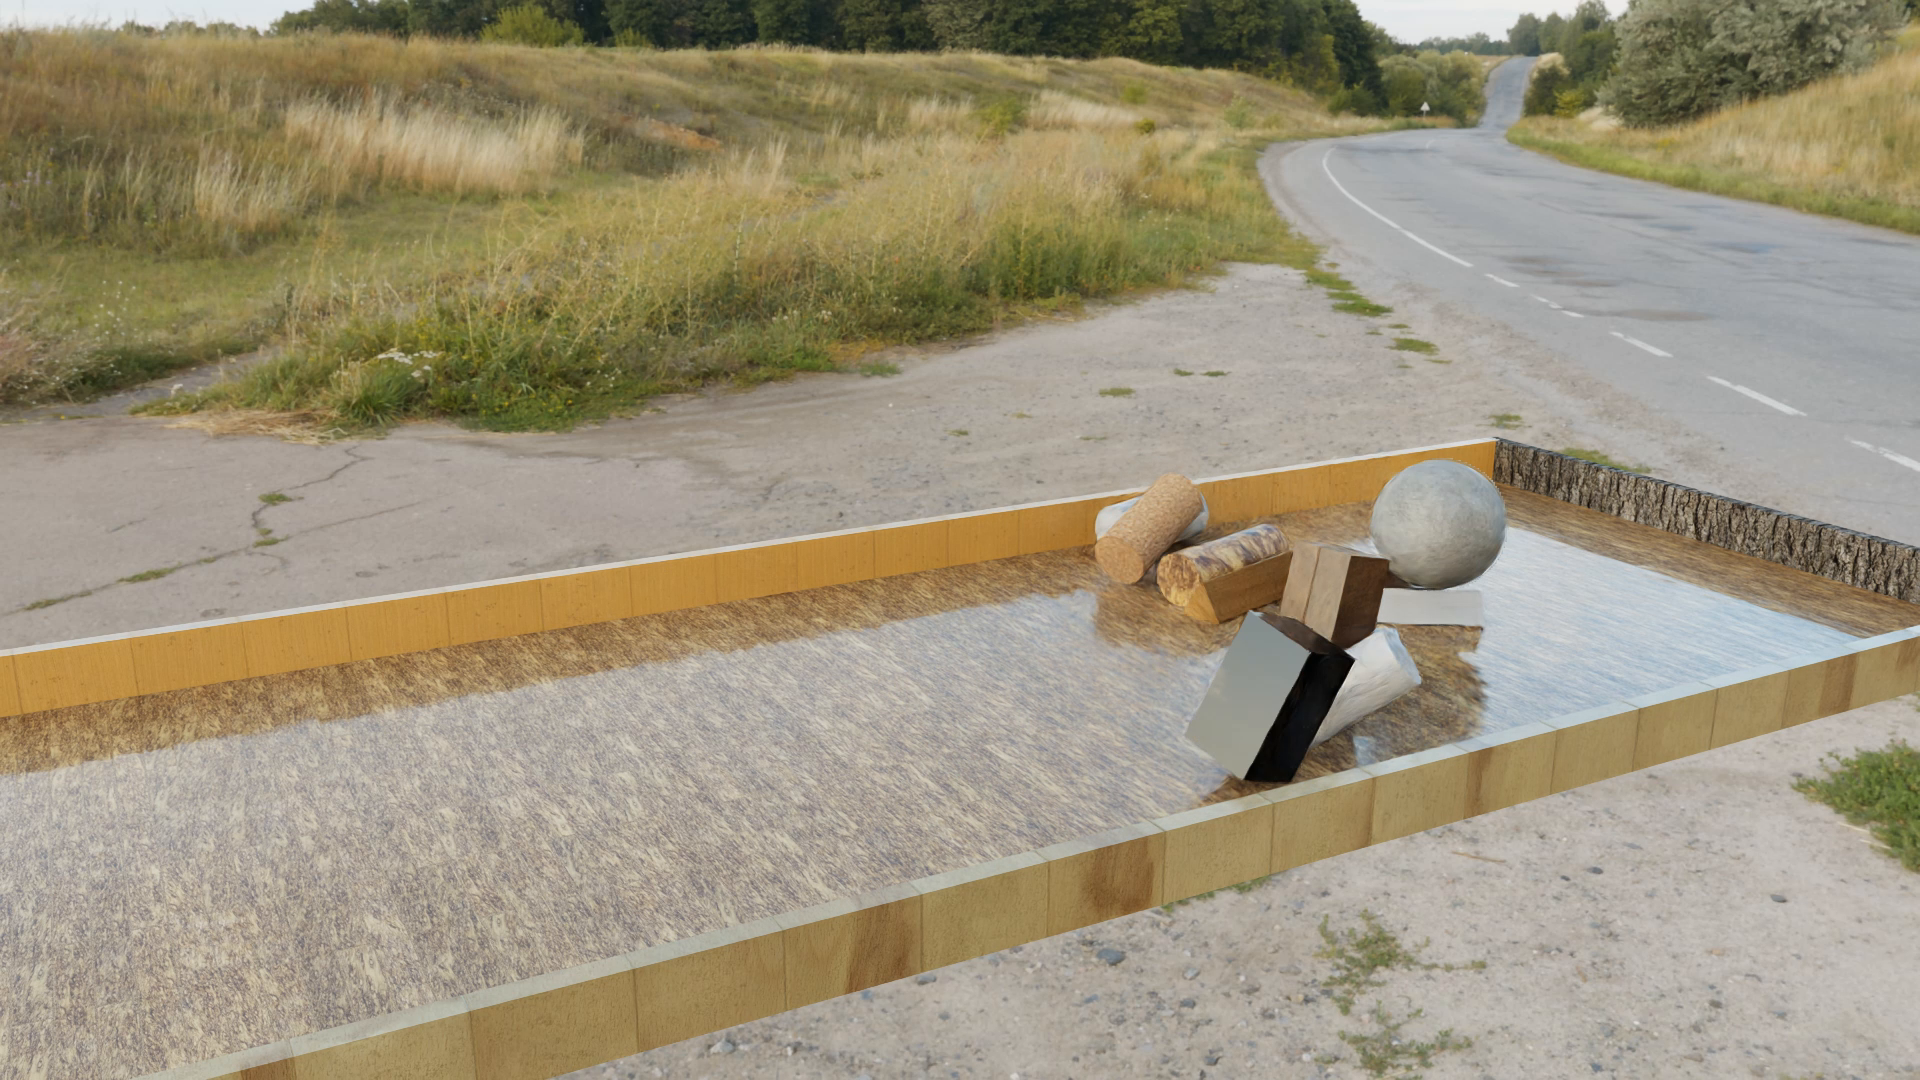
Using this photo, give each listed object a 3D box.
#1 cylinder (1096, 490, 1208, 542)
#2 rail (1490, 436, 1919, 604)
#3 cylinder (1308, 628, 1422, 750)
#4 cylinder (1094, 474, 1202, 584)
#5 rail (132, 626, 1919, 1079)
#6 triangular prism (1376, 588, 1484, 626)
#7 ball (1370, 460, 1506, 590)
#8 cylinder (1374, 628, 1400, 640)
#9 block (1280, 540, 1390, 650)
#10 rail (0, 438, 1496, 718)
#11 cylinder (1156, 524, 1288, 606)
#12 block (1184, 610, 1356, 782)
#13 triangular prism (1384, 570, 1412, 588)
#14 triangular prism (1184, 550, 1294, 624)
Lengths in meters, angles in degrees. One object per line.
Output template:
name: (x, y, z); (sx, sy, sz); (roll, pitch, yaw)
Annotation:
cylinder: (0.609, -0.060, 5.224); (0.337, 0.172, 0.172); (-16, 23, -37)
rail: (2.466, -0.048, 5.253); (0.050, 0.150, 2.100); (-9, 18, -27)
cylinder: (0.847, 0.336, 3.662); (0.314, 0.146, 0.146); (-35, 4, 22)
cylinder: (0.571, -0.038, 4.972); (0.166, 0.166, 0.363); (12, 40, 35)
rail: (-2.336, 1.006, 1.665); (12.000, 0.150, 0.050); (-9, 18, -27)
triangular prism: (1.240, 0.177, 4.589); (0.408, 0.087, 0.101); (1, 17, 5)
ball: (1.320, -0.042, 4.555); (0.359, 0.359, 0.359); (0, 16, 0)
cylinder: (0.907, 0.287, 4.124); (0.354, 0.144, 0.144); (2, 16, 7)
block: (0.854, 0.216, 3.865); (0.158, 0.398, 0.158); (5, 9, -42)
rail: (-3.305, 0.497, 3.399); (12.000, 0.150, 0.050); (-9, 18, -27)
cylinder: (0.776, 0.069, 4.846); (0.436, 0.154, 0.154); (-16, 22, -42)
block: (0.662, 0.337, 3.527); (0.178, 0.310, 0.178); (10, 20, -45)
triangular prism: (1.133, 0.114, 4.785); (0.382, 0.097, 0.113); (-9, 18, -27)
triangular prism: (0.825, 0.125, 4.731); (0.123, 0.106, 0.441); (15, 22, 42)
